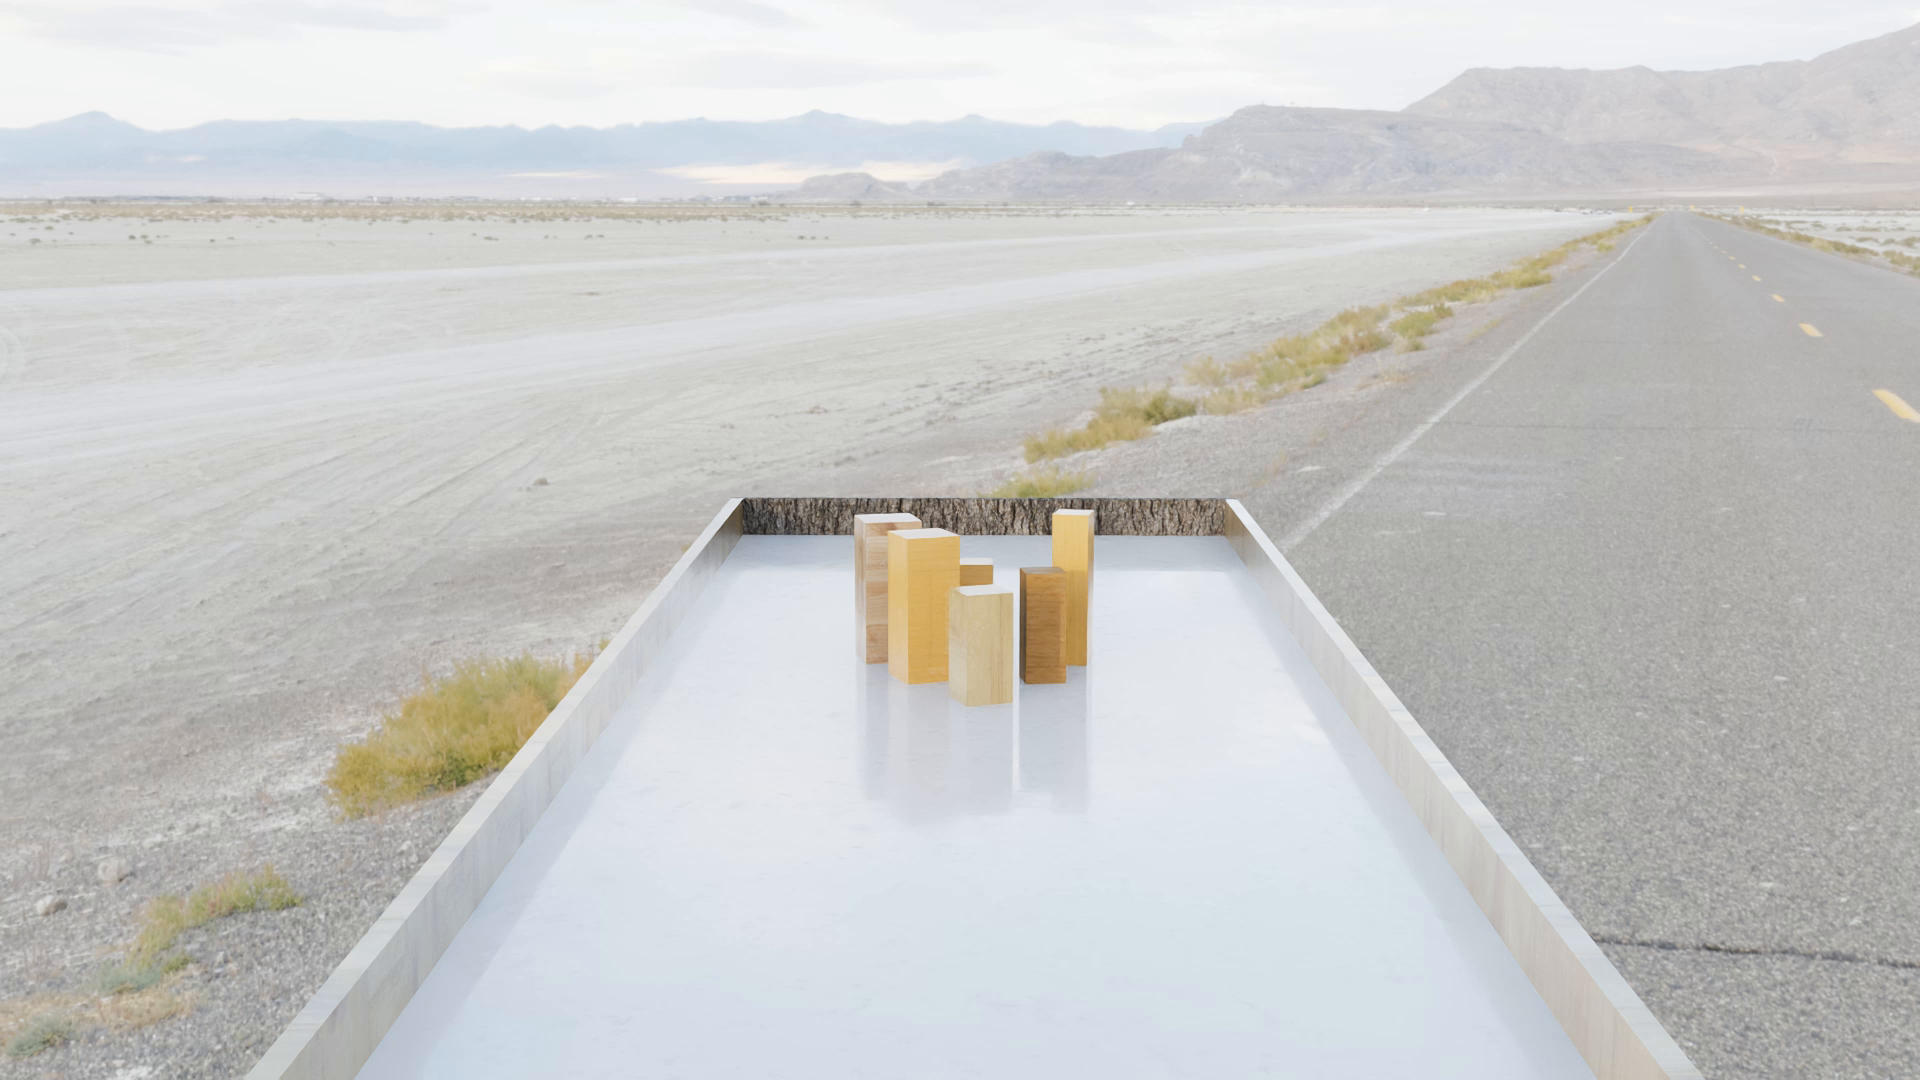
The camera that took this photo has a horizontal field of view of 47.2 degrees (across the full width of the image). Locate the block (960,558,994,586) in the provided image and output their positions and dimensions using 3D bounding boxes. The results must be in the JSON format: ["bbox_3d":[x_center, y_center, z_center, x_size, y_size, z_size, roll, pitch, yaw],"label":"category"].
[{"bbox_3d":[0.041,0.214,6.688,0.118,0.303,0.118,0,9,1],"label":"block"}]

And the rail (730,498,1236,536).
[{"bbox_3d":[0.099,-0.098,9.147,2.100,0.150,0.050,0,9,1],"label":"rail"}]

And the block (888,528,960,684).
[{"bbox_3d":[-0.106,0.192,6.437,0.163,0.427,0.163,-4,10,-22],"label":"block"}]

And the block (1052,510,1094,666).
[{"bbox_3d":[0.341,0.143,6.644,0.108,0.458,0.108,2,9,13],"label":"block"}]

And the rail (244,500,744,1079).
[{"bbox_3d":[-1.004,0.839,3.234,0.050,0.150,12.000,0,9,1],"label":"rail"}]

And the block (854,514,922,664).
[{"bbox_3d":[-0.219,0.146,6.707,0.173,0.432,0.173,-2,9,-13],"label":"block"}]

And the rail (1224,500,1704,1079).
[{"bbox_3d":[1.046,0.843,3.208,0.050,0.150,12.000,0,9,1],"label":"rail"}]

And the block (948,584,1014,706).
[{"bbox_3d":[0.059,0.294,6.157,0.138,0.313,0.138,-4,10,-21],"label":"block"}]

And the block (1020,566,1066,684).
[{"bbox_3d":[0.241,0.248,6.410,0.118,0.324,0.118,-1,9,-8],"label":"block"}]
